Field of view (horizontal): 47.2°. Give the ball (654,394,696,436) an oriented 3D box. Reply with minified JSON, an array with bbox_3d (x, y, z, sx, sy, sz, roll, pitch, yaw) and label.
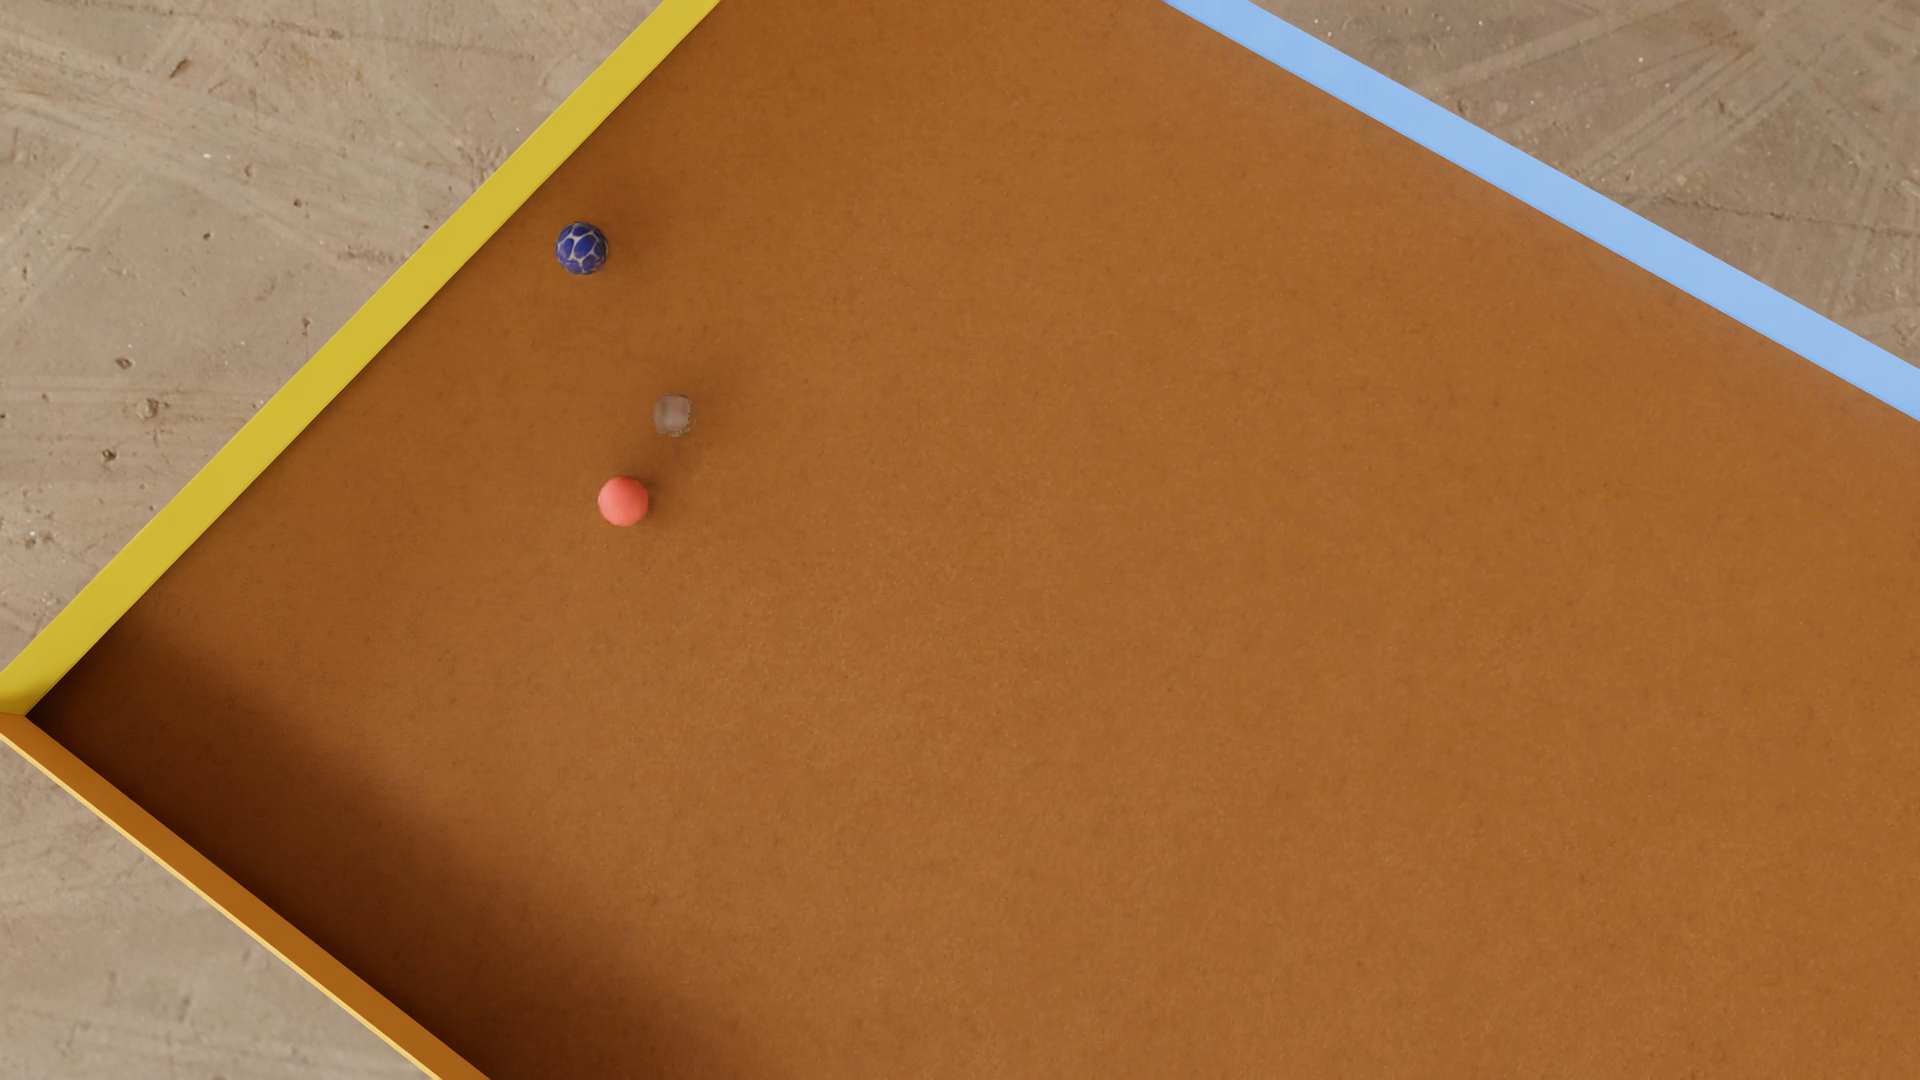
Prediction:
[{"bbox_3d":[-0.480,-0.210,3.699,0.072,0.072,0.072,0,64,0],"label":"ball"}]

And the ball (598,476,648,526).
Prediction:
[{"bbox_3d":[-0.554,-0.064,3.622,0.082,0.082,0.082,0,64,0],"label":"ball"}]

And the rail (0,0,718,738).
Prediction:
[{"bbox_3d":[-0.831,-0.547,3.836,0.045,0.118,2.314,33,68,15],"label":"rail"}]

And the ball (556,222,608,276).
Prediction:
[{"bbox_3d":[-0.659,-0.507,3.833,0.091,0.091,0.091,0,64,0],"label":"ball"}]

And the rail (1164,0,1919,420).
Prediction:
[{"bbox_3d":[1.514,-0.281,3.707,4.197,0.118,0.045,33,68,15],"label":"rail"}]

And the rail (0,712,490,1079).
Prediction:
[{"bbox_3d":[0.187,1.371,2.902,4.197,0.118,0.045,33,68,15],"label":"rail"}]
